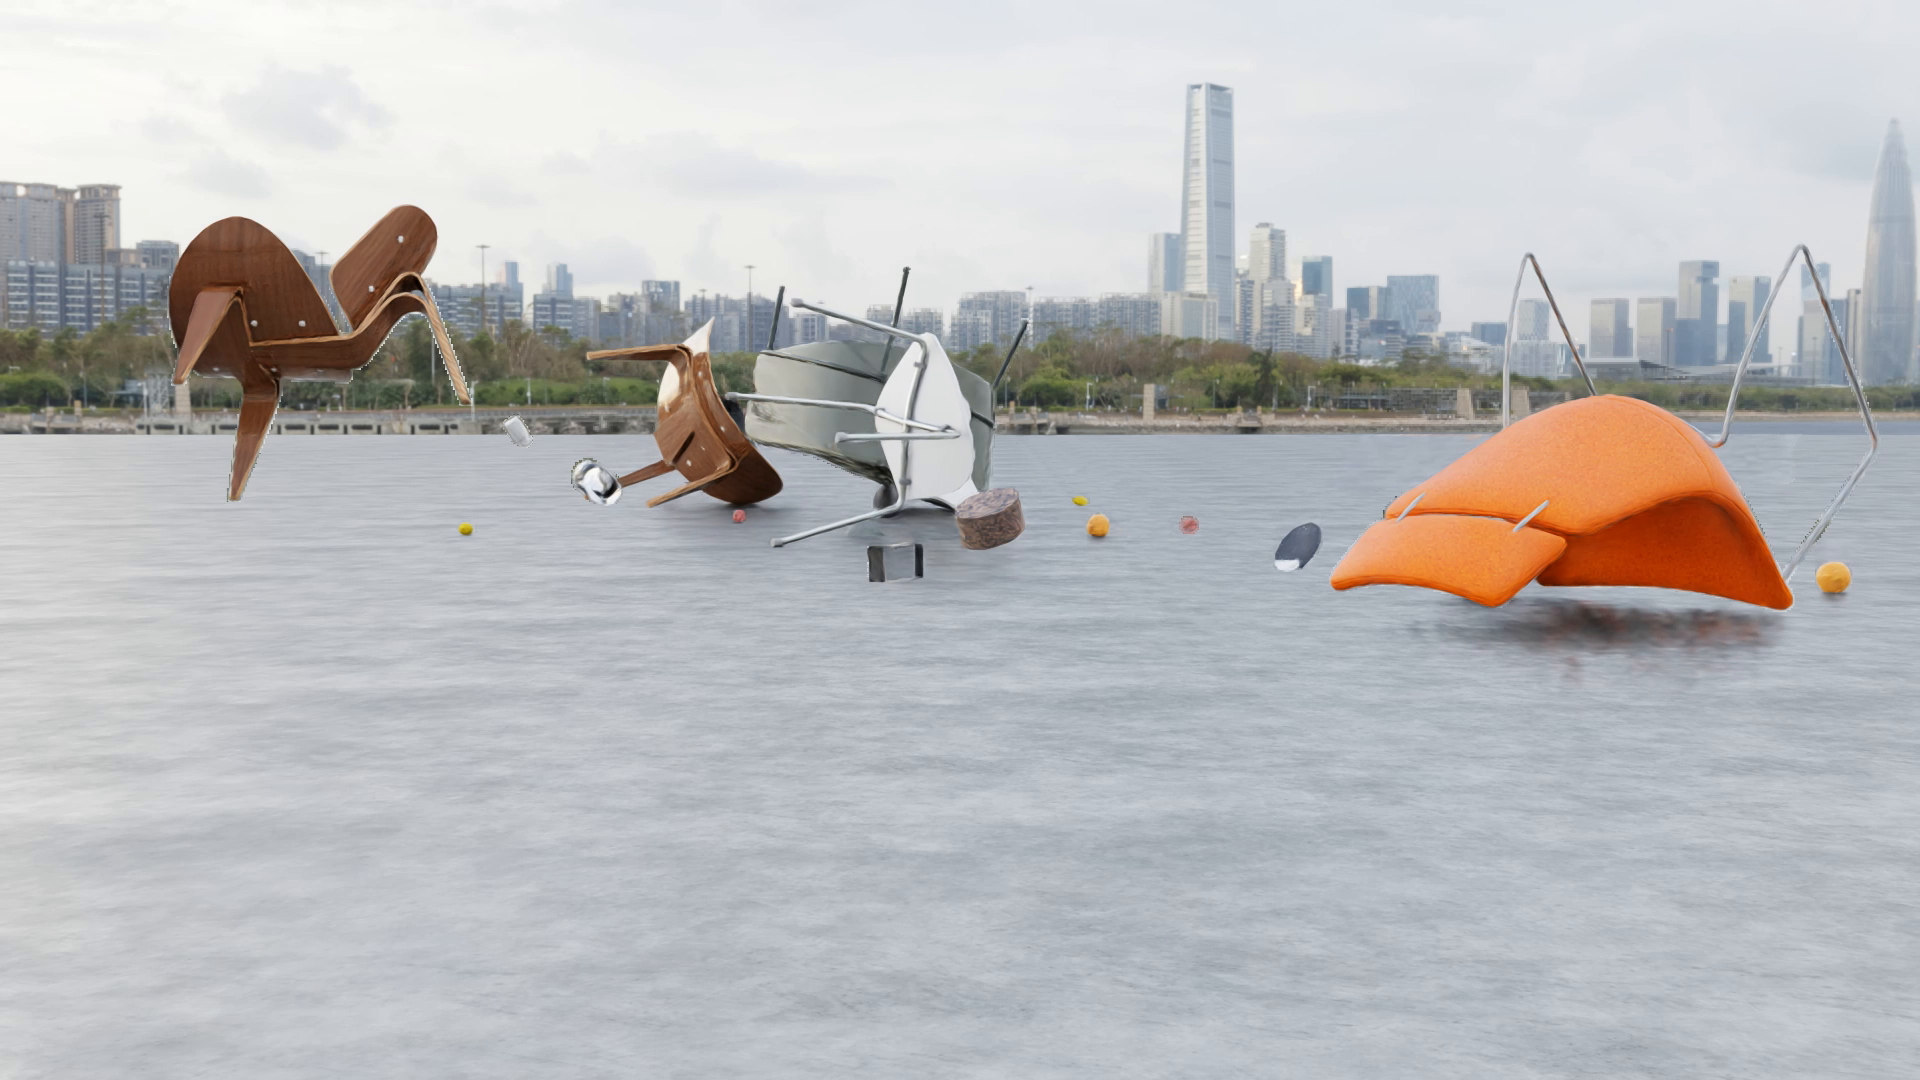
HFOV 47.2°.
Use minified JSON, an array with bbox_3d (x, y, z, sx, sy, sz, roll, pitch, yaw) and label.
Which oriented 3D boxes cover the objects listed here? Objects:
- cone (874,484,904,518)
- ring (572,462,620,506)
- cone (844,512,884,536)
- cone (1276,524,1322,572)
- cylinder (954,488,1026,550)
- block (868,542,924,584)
[{"bbox_3d":[-0.246,-0.160,7.474,0.104,0.124,0.264,17,-12,3],"label":"cone"},{"bbox_3d":[-1.383,-0.216,8.380,0.186,0.097,0.281,31,-13,9],"label":"ring"},{"bbox_3d":[-0.292,-0.050,6.722,0.129,0.075,0.068,0,4,3],"label":"cone"},{"bbox_3d":[0.849,0.043,5.482,0.088,0.150,0.126,36,-12,25],"label":"cone"},{"bbox_3d":[0.080,-0.056,5.839,0.186,0.094,0.148,-27,29,-27],"label":"cylinder"},{"bbox_3d":[-0.150,0.053,5.150,0.125,0.081,0.055,-7,8,-44],"label":"block"}]
